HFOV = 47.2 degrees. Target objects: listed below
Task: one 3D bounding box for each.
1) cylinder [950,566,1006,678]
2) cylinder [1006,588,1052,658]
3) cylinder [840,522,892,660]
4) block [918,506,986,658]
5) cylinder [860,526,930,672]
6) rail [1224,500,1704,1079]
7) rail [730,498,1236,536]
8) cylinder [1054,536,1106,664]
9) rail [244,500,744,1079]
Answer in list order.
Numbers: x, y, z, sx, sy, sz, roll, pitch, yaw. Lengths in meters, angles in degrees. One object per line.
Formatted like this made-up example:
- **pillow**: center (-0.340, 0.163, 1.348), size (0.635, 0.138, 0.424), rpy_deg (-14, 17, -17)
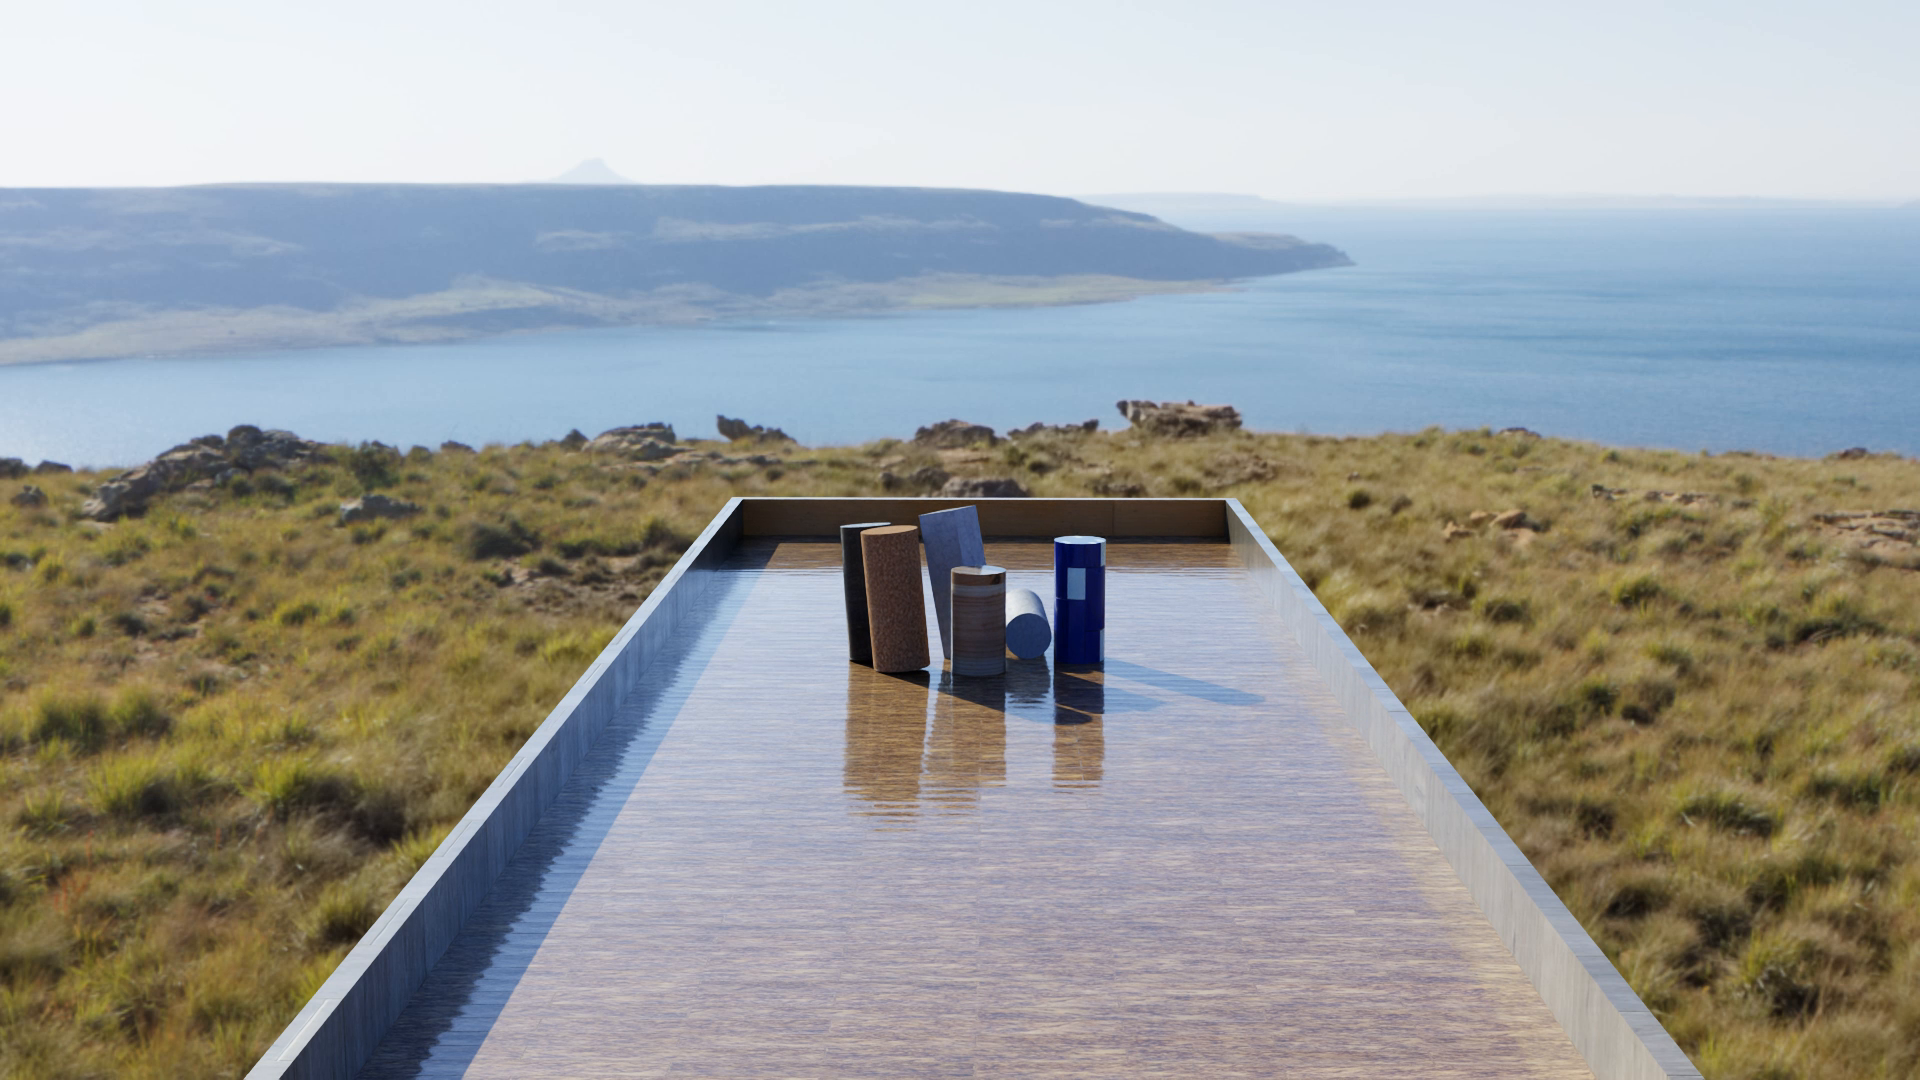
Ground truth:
- **cylinder**: center (0.055, 0.240, 6.515), size (0.163, 0.307, 0.163), rpy_deg (0, 9, 0)
- **cylinder**: center (0.204, 0.260, 6.914), size (0.143, 0.143, 0.421), rpy_deg (0, 9, -1)
- **cylinder**: center (-0.275, 0.156, 6.693), size (0.154, 0.404, 0.154), rpy_deg (-3, 4, 0)
- **block**: center (0.000, 0.127, 6.733), size (0.128, 0.444, 0.128), rpy_deg (-8, 3, 33)
- **cylinder**: center (-0.192, 0.174, 6.545), size (0.170, 0.414, 0.170), rpy_deg (-5, 8, 1)
- **rail**: center (1.046, 0.843, 3.208), size (0.050, 0.150, 12.000), rpy_deg (0, 9, 1)
- **rail**: center (0.099, -0.098, 9.147), size (2.100, 0.150, 0.050), rpy_deg (0, 9, 1)
- **cylinder**: center (0.364, 0.181, 6.696), size (0.156, 0.367, 0.156), rpy_deg (0, 9, 0)
- **rail**: center (-1.004, 0.839, 3.234), size (0.050, 0.150, 12.000), rpy_deg (0, 9, 1)
